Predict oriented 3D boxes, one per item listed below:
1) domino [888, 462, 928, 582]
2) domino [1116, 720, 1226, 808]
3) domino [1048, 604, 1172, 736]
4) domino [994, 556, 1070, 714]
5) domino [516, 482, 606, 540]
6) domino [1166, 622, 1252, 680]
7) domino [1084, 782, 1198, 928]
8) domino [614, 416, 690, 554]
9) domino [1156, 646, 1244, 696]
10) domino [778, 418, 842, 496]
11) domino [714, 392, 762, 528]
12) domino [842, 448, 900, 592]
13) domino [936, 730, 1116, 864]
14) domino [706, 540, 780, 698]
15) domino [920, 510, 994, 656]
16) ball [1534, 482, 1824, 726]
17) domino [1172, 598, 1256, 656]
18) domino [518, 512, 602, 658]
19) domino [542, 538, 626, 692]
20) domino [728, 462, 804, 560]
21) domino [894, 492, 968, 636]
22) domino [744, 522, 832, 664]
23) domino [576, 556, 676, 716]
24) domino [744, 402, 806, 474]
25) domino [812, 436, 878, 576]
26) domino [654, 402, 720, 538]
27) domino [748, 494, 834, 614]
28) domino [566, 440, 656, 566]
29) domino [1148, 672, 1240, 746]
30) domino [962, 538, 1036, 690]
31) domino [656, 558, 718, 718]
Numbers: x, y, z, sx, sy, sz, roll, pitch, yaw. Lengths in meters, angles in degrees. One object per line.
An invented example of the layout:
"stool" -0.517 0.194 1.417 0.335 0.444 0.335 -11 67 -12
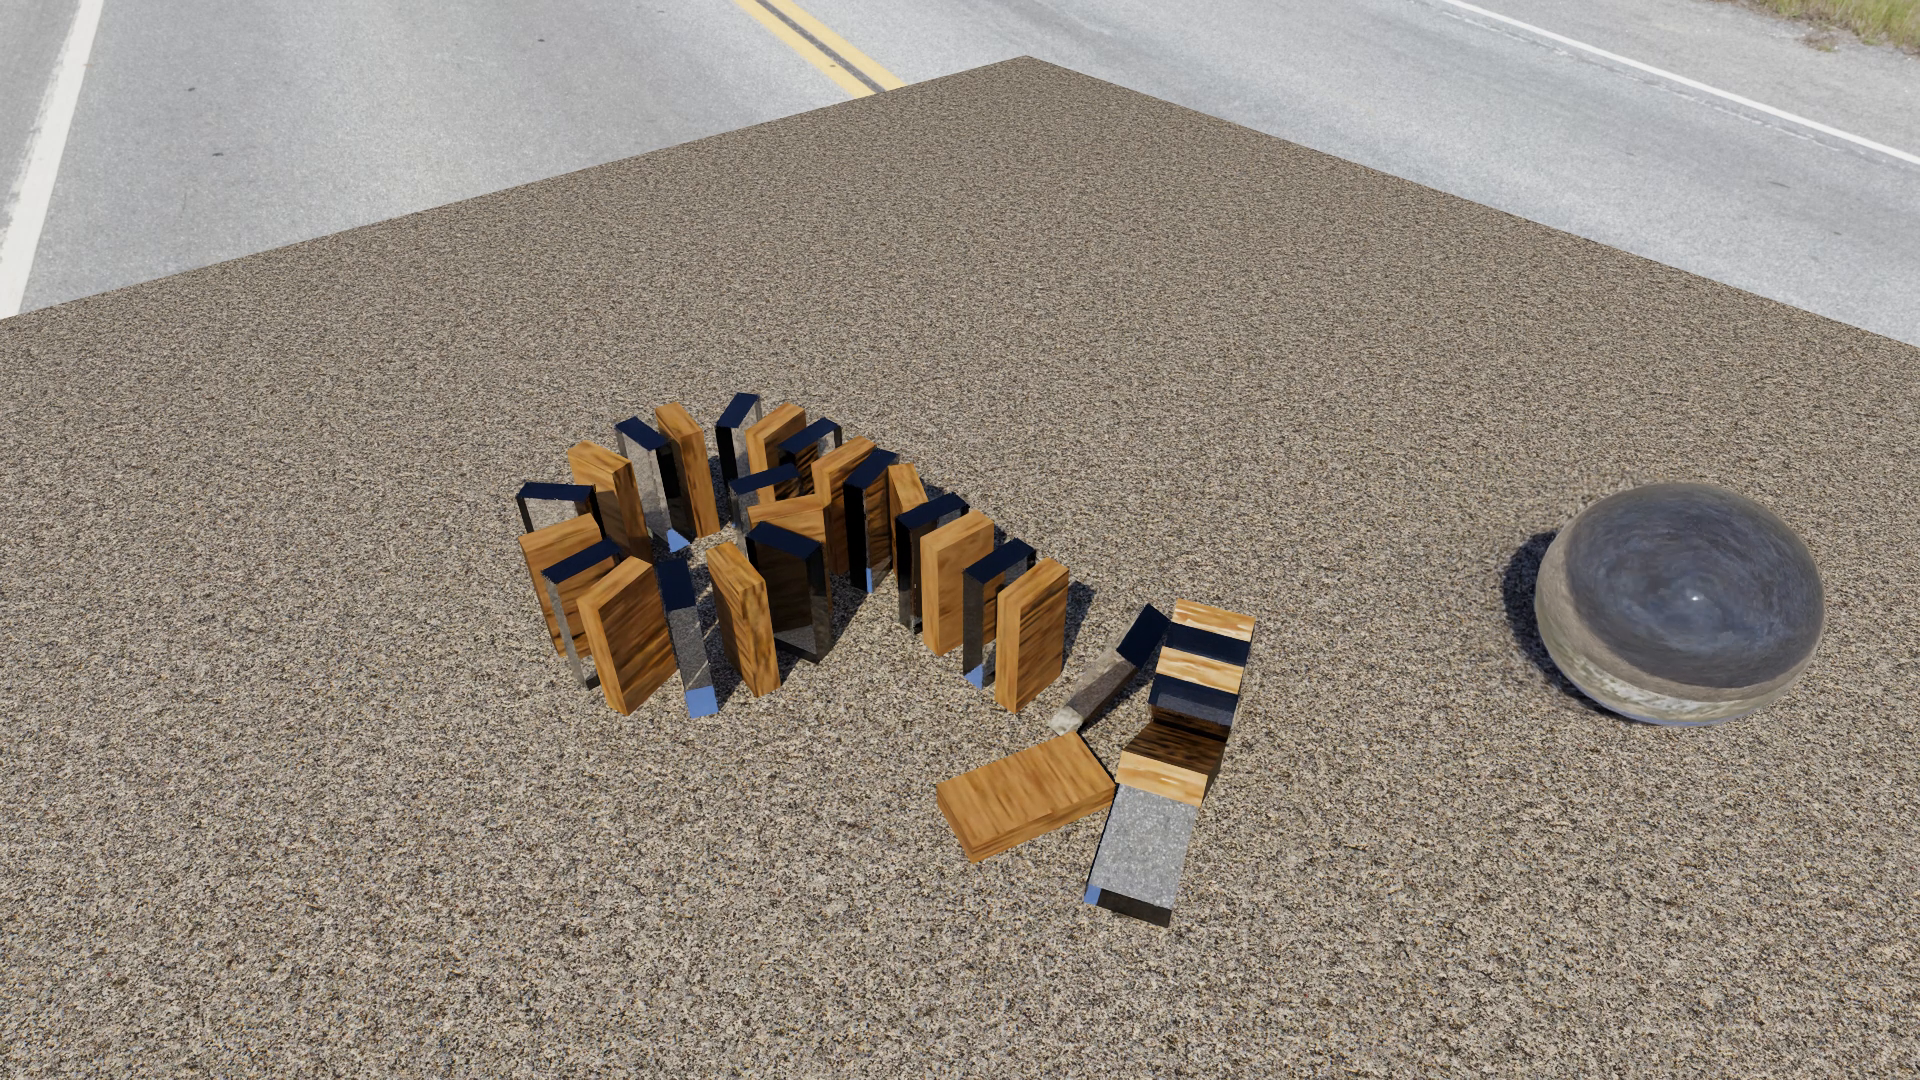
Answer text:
"domino" -0.019 -0.001 0.413 0.009 0.050 0.025 -10 40 -12
"domino" 0.066 0.068 0.338 0.025 0.009 0.050 14 6 19
"domino" 0.048 0.044 0.358 0.010 0.050 0.025 38 48 6
"domino" 0.024 0.033 0.372 0.009 0.050 0.025 30 48 31
"domino" -0.145 0.002 0.409 0.025 0.050 0.009 3 39 4
"domino" 0.082 0.040 0.365 0.025 0.050 0.010 14 77 16
"domino" 0.057 0.090 0.333 0.025 0.009 0.050 13 41 16
"domino" -0.122 -0.022 0.438 0.010 0.050 0.025 -32 49 -33
"domino" 0.078 0.047 0.357 0.025 0.050 0.009 14 77 17
"domino" -0.058 -0.021 0.437 0.009 0.050 0.025 27 46 29
"domino" -0.088 -0.032 0.451 0.009 0.050 0.025 8 40 9
"domino" -0.033 -0.007 0.420 0.009 0.050 0.025 17 42 20
"domino" 0.021 0.080 0.346 0.050 0.010 0.025 -17 42 -20
"domino" -0.074 0.028 0.378 0.009 0.050 0.025 -24 45 -26
"domino" -0.001 0.016 0.392 0.025 0.050 0.010 -28 47 -29
"ball" 0.234 0.021 0.362 0.080 0.080 0.080 0 39 0
"domino" 0.086 0.033 0.374 0.025 0.050 0.010 14 77 17
"domino" -0.137 0.017 0.391 0.025 0.050 0.010 -22 44 -25
"domino" -0.125 0.026 0.380 0.025 0.050 0.010 -32 49 -33
"domino" -0.071 -0.003 0.415 0.025 0.050 0.010 -20 43 -23
"domino" -0.010 0.009 0.400 0.025 0.050 0.010 -25 46 -27
"domino" -0.060 0.019 0.388 0.025 0.050 0.010 19 43 22
"domino" -0.112 0.033 0.371 0.010 0.050 0.025 20 43 23
"domino" -0.072 -0.027 0.445 0.010 0.050 0.025 22 44 24
"domino" -0.043 -0.013 0.427 0.010 0.050 0.025 29 47 31
"domino" -0.110 -0.028 0.446 0.009 0.050 0.025 -23 45 -26
"domino" -0.061 0.008 0.402 0.025 0.050 0.009 -12 41 -14
"domino" -0.135 -0.012 0.426 0.025 0.050 0.010 24 45 26
"domino" 0.074 0.054 0.348 0.025 0.050 0.009 14 77 17
"domino" 0.013 0.026 0.380 0.025 0.050 0.009 -32 49 -33
"domino" -0.092 0.033 0.371 0.010 0.050 0.025 -12 41 -14
